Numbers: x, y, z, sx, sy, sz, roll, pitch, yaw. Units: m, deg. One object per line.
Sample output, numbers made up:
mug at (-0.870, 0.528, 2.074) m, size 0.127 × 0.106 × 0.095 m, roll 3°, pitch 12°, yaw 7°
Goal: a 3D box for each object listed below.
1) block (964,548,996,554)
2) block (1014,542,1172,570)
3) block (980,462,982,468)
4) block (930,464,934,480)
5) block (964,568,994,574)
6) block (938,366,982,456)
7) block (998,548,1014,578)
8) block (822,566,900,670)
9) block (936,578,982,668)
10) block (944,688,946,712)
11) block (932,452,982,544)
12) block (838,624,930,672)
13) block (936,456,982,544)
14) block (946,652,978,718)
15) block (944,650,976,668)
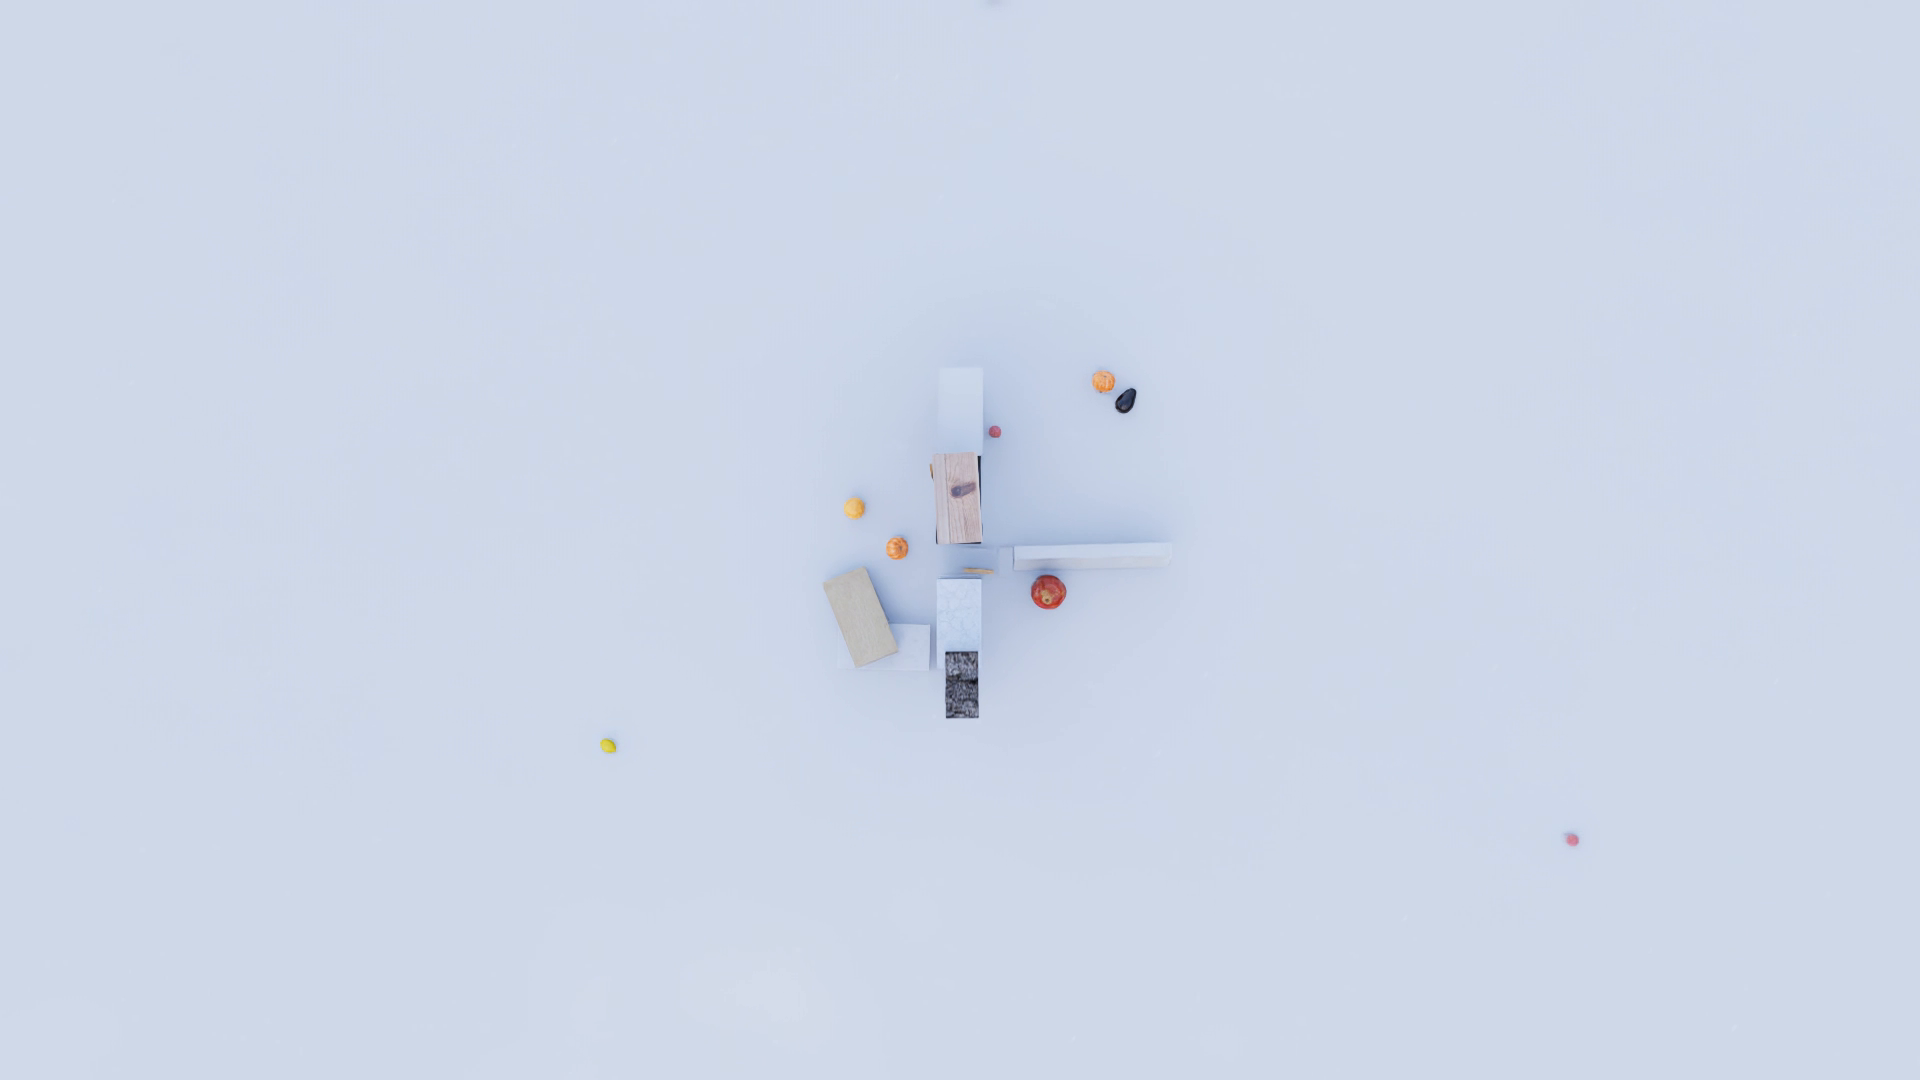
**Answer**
block at (0.066, 0.037, 5.475) m, size 0.100 × 0.050 × 0.014 m, roll 4°, pitch 90°, yaw 0°
block at (0.433, 0.055, 5.421) m, size 0.511 × 0.152 × 0.043 m, roll -1°, pitch 75°, yaw 0°
block at (-0.004, -0.223, 5.358) m, size 0.142 × 0.284 × 0.040 m, roll 0°, pitch 90°, yaw 0°
block at (-0.023, -0.219, 5.043) m, size 0.134 × 0.267 × 0.038 m, roll -10°, pitch 90°, yaw 0°
block at (0.062, 0.103, 5.475) m, size 0.100 × 0.050 × 0.014 m, roll 4°, pitch 90°, yaw 0°
block at (0.001, -0.394, 5.064) m, size 0.135 × 0.038 × 0.271 m, roll 0°, pitch 90°, yaw 0°
block at (0.152, 0.075, 5.493) m, size 0.050 × 0.014 × 0.100 m, roll -2°, pitch 90°, yaw 0°
block at (-0.328, 0.255, 5.439) m, size 0.152 × 0.043 × 0.304 m, roll -22°, pitch 78°, yaw -5°
block at (-0.003, 0.263, 5.199) m, size 0.140 × 0.040 × 0.281 m, roll 0°, pitch 90°, yaw 0°
block at (0.001, 0.501, 5.240) m, size 0.100 × 0.520 × 0.028 m, roll 0°, pitch 91°, yaw 0°
block at (-0.008, -0.124, 4.890) m, size 0.134 × 0.038 × 0.267 m, roll -4°, pitch 90°, yaw 0°
block at (-0.252, 0.353, 5.478) m, size 0.304 × 0.043 × 0.152 m, roll 2°, pitch 90°, yaw 0°
block at (-0.005, -0.129, 5.196) m, size 0.142 × 0.040 × 0.284 m, roll 0°, pitch 90°, yaw 0°
block at (0.006, 0.436, 4.965) m, size 0.100 × 0.028 × 0.200 m, roll 0°, pitch 90°, yaw 0°
block at (0.002, 0.367, 5.079) m, size 0.100 × 0.200 × 0.028 m, roll 0°, pitch 93°, yaw 0°
